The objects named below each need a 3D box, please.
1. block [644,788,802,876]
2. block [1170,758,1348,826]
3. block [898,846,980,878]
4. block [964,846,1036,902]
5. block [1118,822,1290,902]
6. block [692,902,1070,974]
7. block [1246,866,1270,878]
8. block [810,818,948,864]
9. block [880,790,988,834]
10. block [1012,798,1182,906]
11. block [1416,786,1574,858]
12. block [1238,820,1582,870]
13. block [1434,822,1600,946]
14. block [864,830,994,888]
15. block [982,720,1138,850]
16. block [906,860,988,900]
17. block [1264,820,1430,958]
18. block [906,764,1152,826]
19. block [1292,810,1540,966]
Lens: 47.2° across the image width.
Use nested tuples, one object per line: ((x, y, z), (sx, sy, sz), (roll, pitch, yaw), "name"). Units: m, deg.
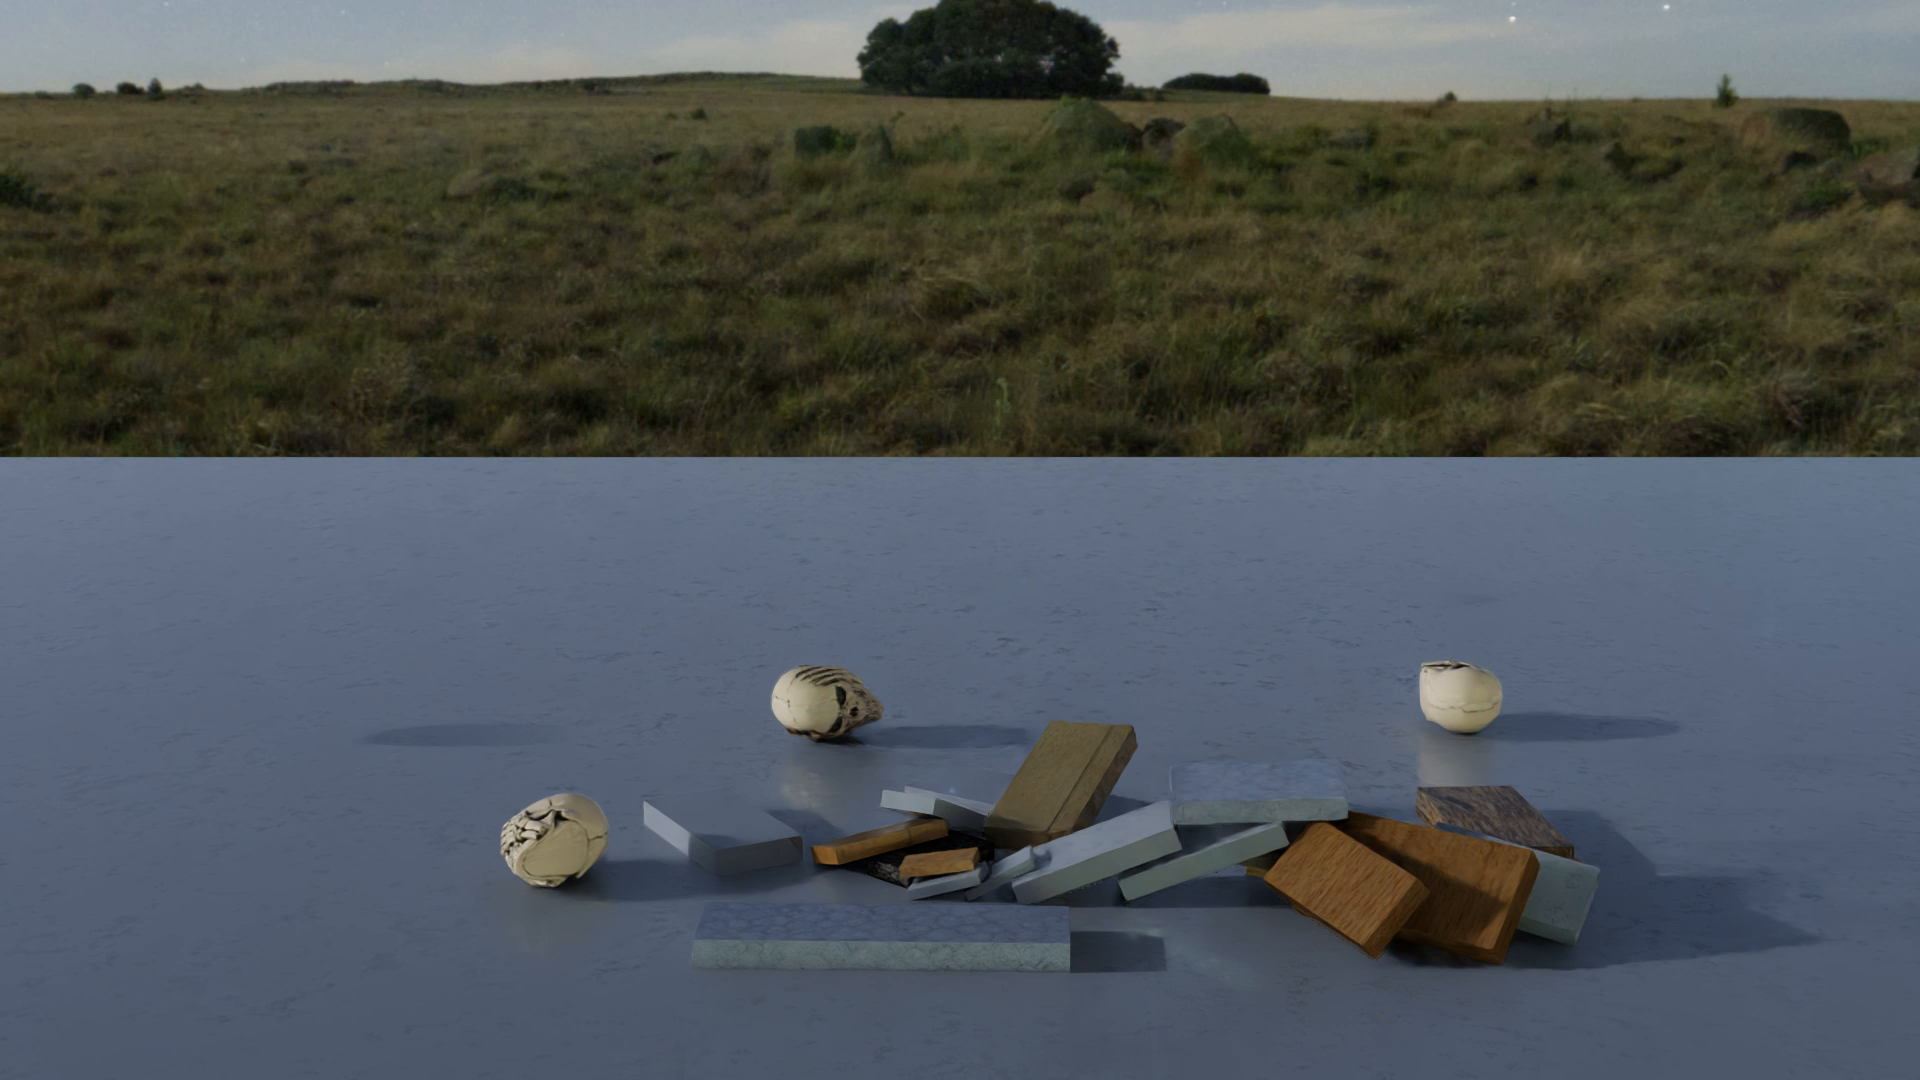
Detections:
((-0.427, 0.518, 3.929), (0.165, 0.047, 0.329), (-6, 12, -29), "block")
((0.489, 0.413, 3.615), (0.283, 0.040, 0.141), (-3, 20, 5), "block")
((-0.034, 0.539, 3.672), (0.126, 0.018, 0.063), (-8, 11, 12), "block")
((0.067, 0.553, 3.652), (0.126, 0.018, 0.063), (-28, 11, 7), "block")
((0.398, 0.501, 3.636), (0.283, 0.040, 0.141), (-21, 17, 10), "block")
((-0.118, 0.615, 3.408), (0.573, 0.047, 0.165), (0, 11, 2), "block")
((0.560, 0.550, 3.700), (0.147, 0.021, 0.073), (4, 11, 12), "block")
((-0.140, 0.523, 3.823), (0.213, 0.030, 0.107), (-11, -1, -27), "block")
((-0.042, 0.484, 3.911), (0.107, 0.030, 0.213), (4, -14, 29), "block")
((0.224, 0.518, 3.649), (0.283, 0.040, 0.141), (-21, 12, 6), "block")
((0.950, 0.516, 3.929), (0.177, 0.050, 0.354), (-1, 11, -3), "block")
((0.718, 0.529, 3.641), (0.589, 0.038, 0.133), (8, 31, 19), "block")
((0.870, 0.547, 3.512), (0.266, 0.038, 0.133), (15, 49, 25), "block")
((-0.052, 0.550, 3.801), (0.107, 0.030, 0.213), (10, 14, 43), "block")
((0.184, 0.441, 3.953), (0.165, 0.047, 0.329), (1, 30, 27), "block")
((-0.020, 0.565, 3.648), (0.126, 0.018, 0.063), (-15, 9, 15), "block")
((0.603, 0.541, 3.452), (0.038, 0.133, 0.266), (45, -8, -30), "block")
((0.125, 0.493, 4.053), (0.433, 0.050, 0.177), (8, 13, 35), "block")
((0.717, 0.543, 3.482), (0.354, 0.050, 0.177), (8, 58, 38), "block")
